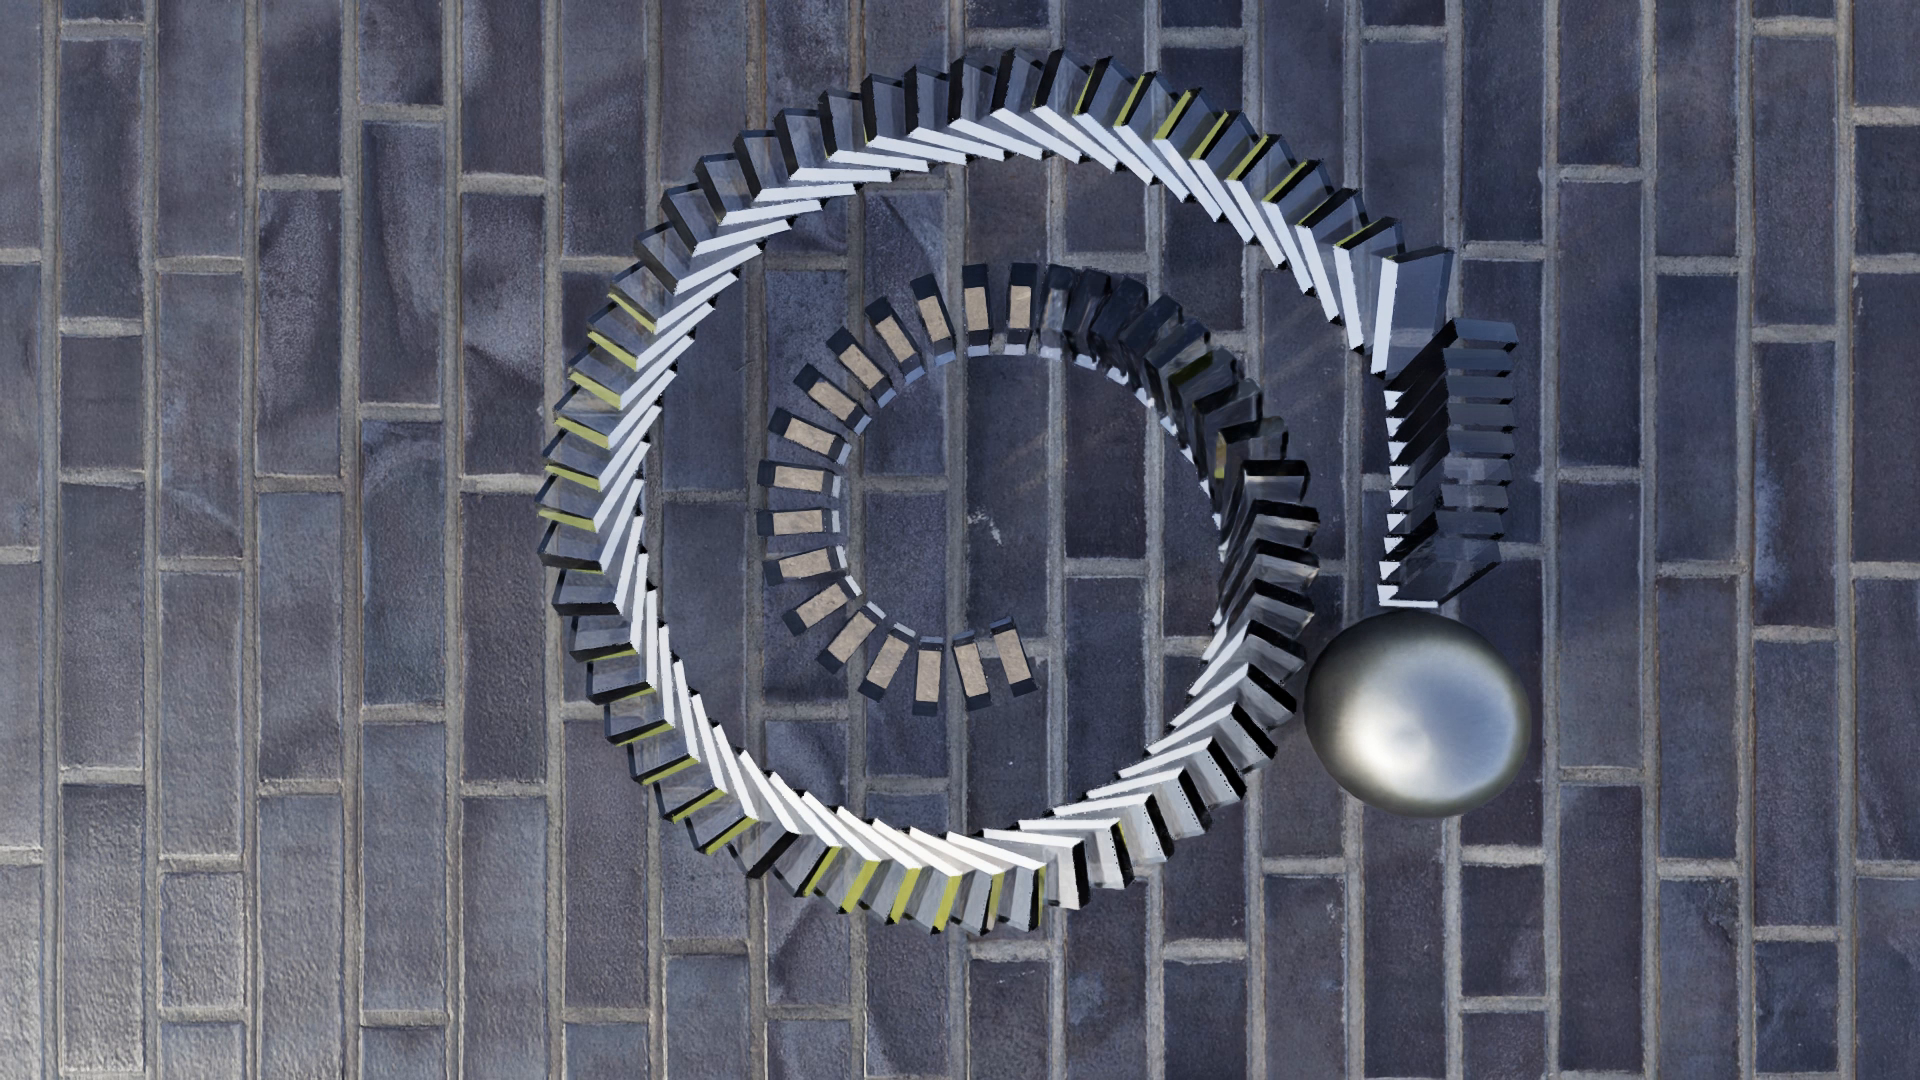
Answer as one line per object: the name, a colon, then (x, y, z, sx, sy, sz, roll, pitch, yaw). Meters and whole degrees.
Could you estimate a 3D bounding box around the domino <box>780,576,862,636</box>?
domino: (-0.056, 0.026, 0.375, 0.025, 0.050, 0.010, -34, 90, 0)

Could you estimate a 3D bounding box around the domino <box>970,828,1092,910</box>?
domino: (0.029, 0.136, 0.381, 0.050, 0.010, 0.025, -8, 90, 37)

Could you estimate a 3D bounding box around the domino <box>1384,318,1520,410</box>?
domino: (0.199, -0.070, 0.374, 0.025, 0.050, 0.009, 4, 65, -6)

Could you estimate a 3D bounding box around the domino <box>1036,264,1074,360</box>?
domino: (0.039, -0.092, 0.375, 0.010, 0.050, 0.025, 11, 90, 6)

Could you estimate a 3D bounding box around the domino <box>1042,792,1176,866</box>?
domino: (0.061, 0.122, 0.381, 0.050, 0.010, 0.025, -22, 90, 36)

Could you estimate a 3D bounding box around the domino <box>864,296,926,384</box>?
domino: (-0.026, -0.081, 0.375, 0.009, 0.050, 0.025, -34, 90, 0)

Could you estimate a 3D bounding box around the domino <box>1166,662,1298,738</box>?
domino: (0.112, 0.074, 0.381, 0.025, 0.010, 0.050, 39, 128, 0)

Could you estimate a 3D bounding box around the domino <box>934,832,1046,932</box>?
domino: (0.011, 0.141, 0.381, 0.050, 0.009, 0.025, 6, 91, 36)

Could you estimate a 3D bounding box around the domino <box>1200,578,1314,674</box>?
domino: (0.123, 0.040, 0.381, 0.025, 0.009, 0.050, 20, 129, 0)

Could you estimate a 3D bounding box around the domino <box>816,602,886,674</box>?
domino: (-0.044, 0.039, 0.375, 0.010, 0.050, 0.025, 40, 90, 0)

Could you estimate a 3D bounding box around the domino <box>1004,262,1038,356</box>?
domino: (0.024, -0.093, 0.375, 0.010, 0.050, 0.025, 2, 90, 0)

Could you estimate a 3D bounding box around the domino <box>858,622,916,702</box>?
domino: (-0.029, 0.049, 0.375, 0.010, 0.050, 0.025, 28, 90, 0)

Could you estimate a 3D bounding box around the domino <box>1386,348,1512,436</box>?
domino: (0.199, -0.059, 0.375, 0.025, 0.050, 0.009, 2, 65, 0)

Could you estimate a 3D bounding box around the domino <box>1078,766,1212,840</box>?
domino: (0.076, 0.113, 0.381, 0.050, 0.009, 0.025, -27, 90, 36)

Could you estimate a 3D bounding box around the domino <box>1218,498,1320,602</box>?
domino: (0.127, 0.007, 0.380, 0.025, 0.009, 0.050, 8, 132, 0)

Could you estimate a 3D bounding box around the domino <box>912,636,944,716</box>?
domino: (-0.013, 0.055, 0.375, 0.009, 0.050, 0.025, 4, 90, 0)

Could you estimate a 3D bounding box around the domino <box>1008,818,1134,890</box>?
domino: (0.045, 0.130, 0.382, 0.050, 0.009, 0.025, -14, 90, 36)

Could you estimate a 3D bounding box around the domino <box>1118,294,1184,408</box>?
domino: (0.080, -0.076, 0.375, 0.025, 0.050, 0.010, -44, 65, 0)

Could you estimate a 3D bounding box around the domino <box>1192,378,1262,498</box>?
domino: (0.111, -0.041, 0.378, 0.025, 0.050, 0.009, -23, 50, 0)

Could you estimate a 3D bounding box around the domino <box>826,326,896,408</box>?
domino: (-0.040, -0.070, 0.375, 0.010, 0.050, 0.025, -43, 90, 0)

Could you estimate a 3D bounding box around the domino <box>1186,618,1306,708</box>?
domino: (0.118, 0.057, 0.381, 0.025, 0.010, 0.050, 27, 128, 0)

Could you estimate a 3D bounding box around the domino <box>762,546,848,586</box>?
domino: (-0.062, 0.010, 0.375, 0.025, 0.050, 0.010, -15, 90, 0)

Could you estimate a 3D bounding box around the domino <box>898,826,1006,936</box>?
domino: (-0.007, 0.141, 0.381, 0.050, 0.010, 0.025, 12, 91, 36)

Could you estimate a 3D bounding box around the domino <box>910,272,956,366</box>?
domino: (-0.010, -0.089, 0.375, 0.010, 0.050, 0.025, -21, 90, 0)

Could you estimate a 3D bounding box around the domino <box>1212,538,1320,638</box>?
domino: (0.126, 0.024, 0.380, 0.025, 0.010, 0.050, 14, 131, 0)

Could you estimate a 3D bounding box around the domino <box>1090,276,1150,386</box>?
domino: (0.068, -0.084, 0.375, 0.010, 0.050, 0.025, 34, 90, 19)

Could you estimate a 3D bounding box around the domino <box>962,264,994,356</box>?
domino: (0.007, -0.093, 0.375, 0.010, 0.050, 0.025, -6, 90, 0)

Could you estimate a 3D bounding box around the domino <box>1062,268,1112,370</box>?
domino: (0.053, -0.089, 0.375, 0.009, 0.050, 0.025, 21, 90, 13)

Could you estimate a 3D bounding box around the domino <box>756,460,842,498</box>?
domino: (-0.065, -0.025, 0.375, 0.025, 0.050, 0.009, 7, 90, 0)

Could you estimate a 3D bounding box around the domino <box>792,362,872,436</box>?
domino: (-0.051, -0.057, 0.375, 0.025, 0.050, 0.009, 37, 90, 0)

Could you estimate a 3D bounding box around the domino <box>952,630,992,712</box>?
domino: (0.005, 0.052, 0.375, 0.009, 0.050, 0.025, -15, 90, 0)

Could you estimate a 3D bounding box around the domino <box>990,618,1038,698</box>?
domino: (0.021, 0.047, 0.375, 0.010, 0.050, 0.025, -19, 90, 0)

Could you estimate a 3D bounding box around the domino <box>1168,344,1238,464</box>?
domino: (0.102, -0.054, 0.377, 0.025, 0.050, 0.009, -32, 54, 0)

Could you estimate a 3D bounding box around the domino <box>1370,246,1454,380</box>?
domino: (0.187, -0.094, 0.381, 0.025, 0.010, 0.050, -15, 123, -8)

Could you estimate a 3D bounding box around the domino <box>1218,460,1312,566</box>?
domino: (0.125, -0.010, 0.379, 0.025, 0.010, 0.050, 0, 135, 0)

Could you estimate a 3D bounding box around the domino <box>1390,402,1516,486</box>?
domino: (0.200, -0.038, 0.375, 0.025, 0.050, 0.009, 2, 65, 0)

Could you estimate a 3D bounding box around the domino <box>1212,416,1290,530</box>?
domino: (0.119, -0.027, 0.379, 0.025, 0.050, 0.010, -13, 47, 0)

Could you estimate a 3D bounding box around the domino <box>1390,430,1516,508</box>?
domino: (0.200, -0.027, 0.375, 0.025, 0.050, 0.009, 2, 65, 0)

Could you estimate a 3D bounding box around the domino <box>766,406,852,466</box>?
domino: (-0.060, -0.042, 0.375, 0.025, 0.050, 0.010, 23, 90, 0)

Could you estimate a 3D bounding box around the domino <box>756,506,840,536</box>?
domino: (-0.065, -0.007, 0.375, 0.025, 0.050, 0.010, -4, 90, 0)

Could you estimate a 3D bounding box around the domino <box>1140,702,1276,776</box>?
domino: (0.102, 0.089, 0.381, 0.025, 0.009, 0.050, 49, 127, 0)

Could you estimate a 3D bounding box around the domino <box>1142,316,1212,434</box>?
domino: (0.091, -0.066, 0.376, 0.025, 0.050, 0.009, -38, 59, 0)

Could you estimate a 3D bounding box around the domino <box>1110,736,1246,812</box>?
domino: (0.090, 0.102, 0.381, 0.050, 0.010, 0.025, -33, 90, 37)

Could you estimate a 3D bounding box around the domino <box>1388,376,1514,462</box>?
domino: (0.200, -0.049, 0.375, 0.025, 0.050, 0.009, 2, 65, 0)
